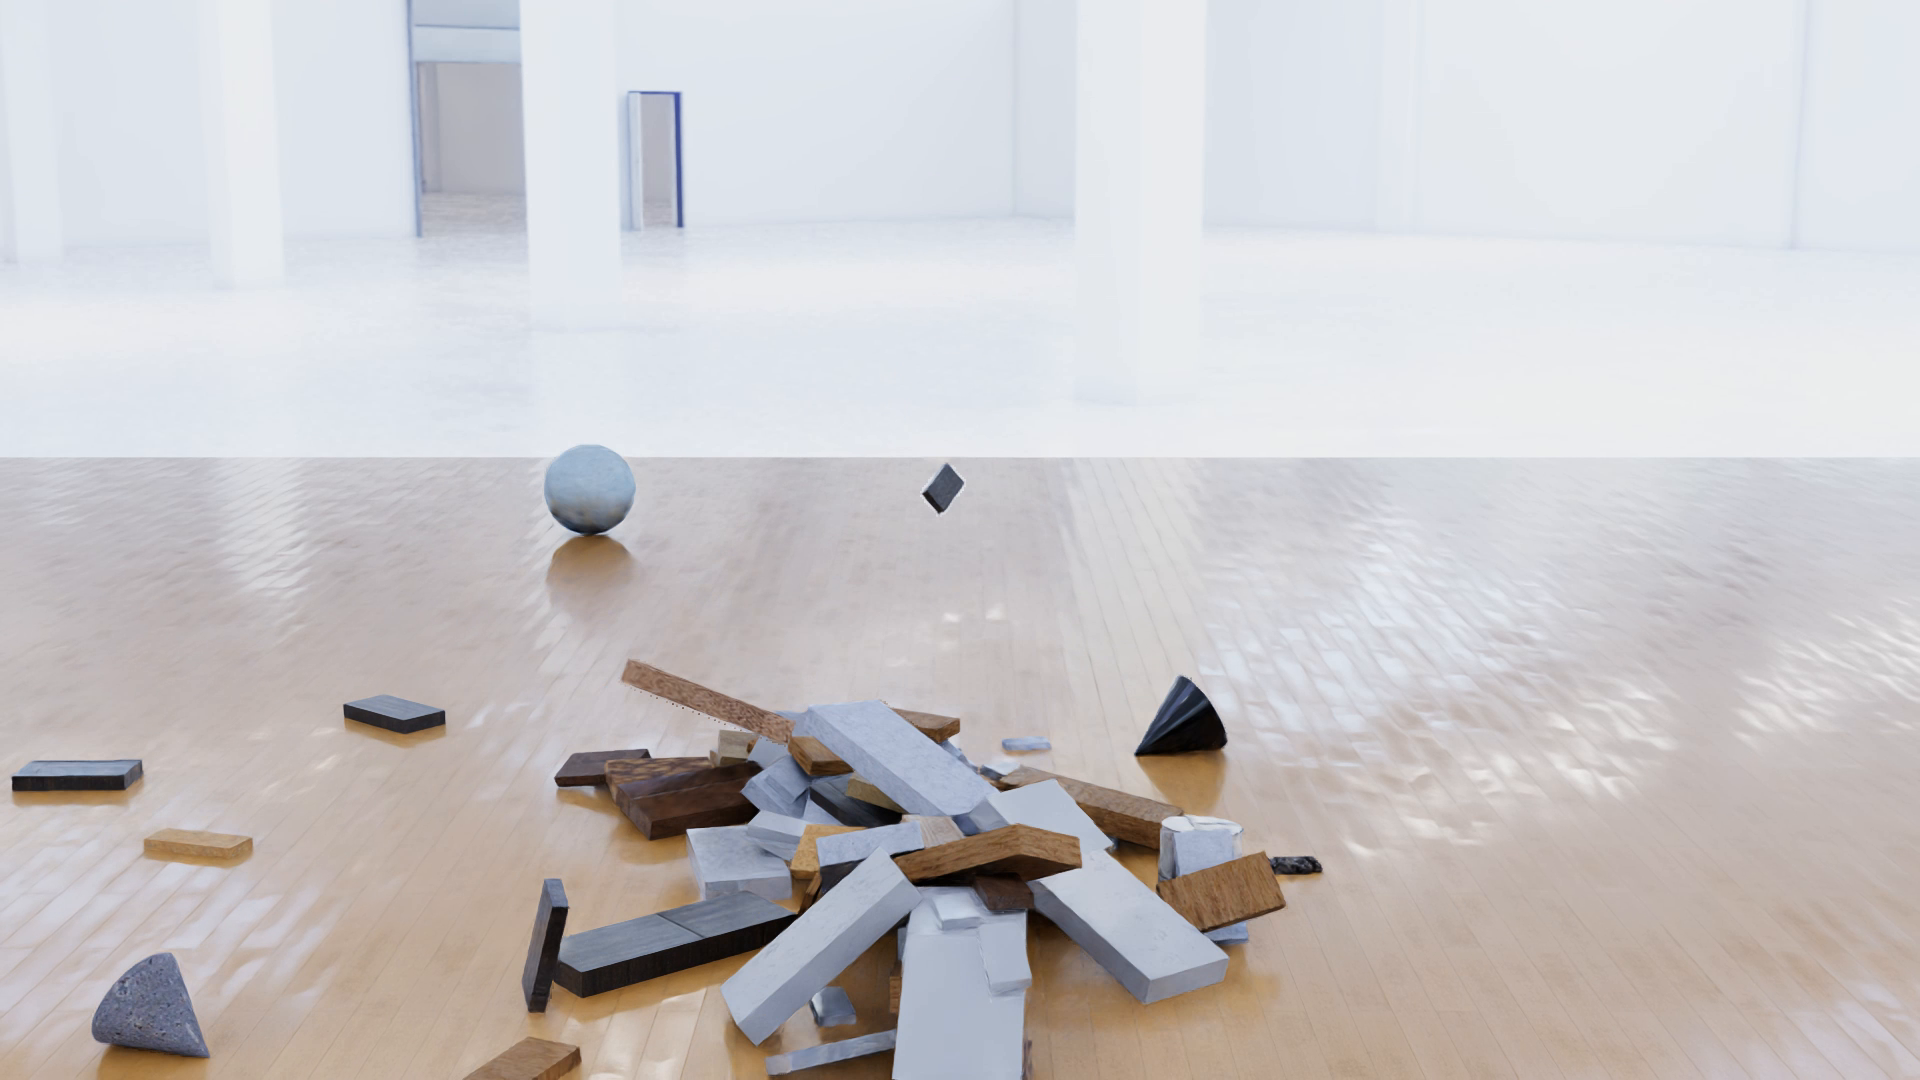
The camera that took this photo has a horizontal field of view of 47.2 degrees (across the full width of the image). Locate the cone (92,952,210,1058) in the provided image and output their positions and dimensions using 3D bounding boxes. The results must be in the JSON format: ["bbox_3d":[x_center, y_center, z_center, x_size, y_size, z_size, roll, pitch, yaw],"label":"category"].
[{"bbox_3d":[-1.087,0.674,3.038,0.148,0.148,0.148,32,22,17],"label":"cone"}]

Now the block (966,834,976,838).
[{"bbox_3d":[0.002,0.524,3.755,0.119,0.034,0.238,0,17,0],"label":"block"}]

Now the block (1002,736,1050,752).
[{"bbox_3d":[0.136,0.421,4.543,0.092,0.013,0.046,-3,11,-15],"label":"block"}]

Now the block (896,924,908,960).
[{"bbox_3d":[-0.009,0.587,3.305,0.161,0.046,0.322,-2,-4,0],"label":"block"}]

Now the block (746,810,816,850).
[{"bbox_3d":[-0.266,0.507,3.757,0.183,0.026,0.091,13,10,7],"label":"block"}]

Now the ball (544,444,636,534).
[{"bbox_3d":[-1.166,-0.160,6.925,0.285,0.285,0.285,0,11,0],"label":"ball"}]

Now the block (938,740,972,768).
[{"bbox_3d":[-0.070,0.431,4.279,0.117,0.033,0.234,-35,19,-10],"label":"block"}]

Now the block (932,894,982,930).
[{"bbox_3d":[-0.006,0.513,3.034,0.053,0.015,0.106,-4,9,-8],"label":"block"}]

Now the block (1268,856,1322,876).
[{"bbox_3d":[0.567,0.561,3.787,0.099,0.014,0.049,-1,11,-7],"label":"block"}]

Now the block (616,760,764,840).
[{"bbox_3d":[-0.473,0.480,4.065,0.285,0.040,0.143,-7,26,-33],"label":"block"}]

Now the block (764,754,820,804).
[{"bbox_3d":[-0.307,0.437,4.043,0.067,0.019,0.133,41,21,5],"label":"block"}]

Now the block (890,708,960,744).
[{"bbox_3d":[-0.112,0.362,4.319,0.202,0.029,0.101,6,12,25],"label":"block"}]

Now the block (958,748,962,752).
[{"bbox_3d":[-0.026,0.450,4.281,0.070,0.020,0.140,-11,19,-1],"label":"block"}]

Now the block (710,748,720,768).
[{"bbox_3d":[-0.345,0.428,4.461,0.310,0.029,0.101,-6,12,-31],"label":"block"}]

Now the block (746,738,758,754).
[{"bbox_3d":[-0.330,0.409,4.362,0.169,0.024,0.085,-17,44,-41],"label":"block"}]

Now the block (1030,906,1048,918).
[{"bbox_3d":[0.134,0.561,3.543,0.095,0.027,0.190,23,8,9],"label":"block"}]

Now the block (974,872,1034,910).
[{"bbox_3d":[0.061,0.496,3.104,0.065,0.018,0.130,-1,5,-9],"label":"block"}]

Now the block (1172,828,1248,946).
[{"bbox_3d":[0.392,0.547,3.463,0.090,0.181,0.026,-3,-28,-6],"label":"block"}]

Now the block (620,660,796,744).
[{"bbox_3d":[-0.475,0.304,4.136,0.313,0.044,0.157,23,-7,-15],"label":"block"}]

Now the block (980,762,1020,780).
[{"bbox_3d":[0.098,0.456,4.279,0.072,0.020,0.143,0,3,-18],"label":"block"}]

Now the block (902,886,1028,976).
[{"bbox_3d":[0.011,0.546,3.020,0.161,0.046,0.322,-2,8,2],"label":"block"}]

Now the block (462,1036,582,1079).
[{"bbox_3d":[-0.590,0.713,2.938,0.085,0.024,0.171,5,11,23],"label":"block"}]

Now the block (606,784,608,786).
[{"bbox_3d":[-0.609,0.465,4.265,0.101,0.029,0.203,-10,14,-43],"label":"block"}]

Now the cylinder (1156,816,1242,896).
[{"bbox_3d":[0.391,0.531,3.591,0.133,0.133,0.133,3,6,0],"label":"cylinder"}]

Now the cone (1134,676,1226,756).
[{"bbox_3d":[0.424,0.396,4.499,0.174,0.174,0.174,-31,20,-15],"label":"cone"}]

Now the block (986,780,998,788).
[{"bbox_3d":[-0.003,0.478,4.073,0.143,0.072,0.020,3,7,15],"label":"block"}]

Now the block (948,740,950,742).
[{"bbox_3d":[-0.086,0.418,4.441,0.070,0.020,0.139,-30,19,-30],"label":"block"}]

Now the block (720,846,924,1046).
[{"bbox_3d":[-0.199,0.574,3.127,0.308,0.044,0.154,-41,16,-6],"label":"block"}]

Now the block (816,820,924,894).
[{"bbox_3d":[-0.136,0.517,3.400,0.156,0.044,0.311,-9,-25,-5],"label":"block"}]

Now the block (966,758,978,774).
[{"bbox_3d":[-0.022,0.446,4.388,0.070,0.020,0.139,-4,11,-20],"label":"block"}]

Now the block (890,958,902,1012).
[{"bbox_3d":[-0.011,0.617,3.098,0.161,0.046,0.322,-2,-5,1],"label":"block"}]

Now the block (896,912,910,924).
[{"bbox_3d":[-0.055,0.551,3.263,0.150,0.021,0.075,-1,-5,-28],"label":"block"}]
